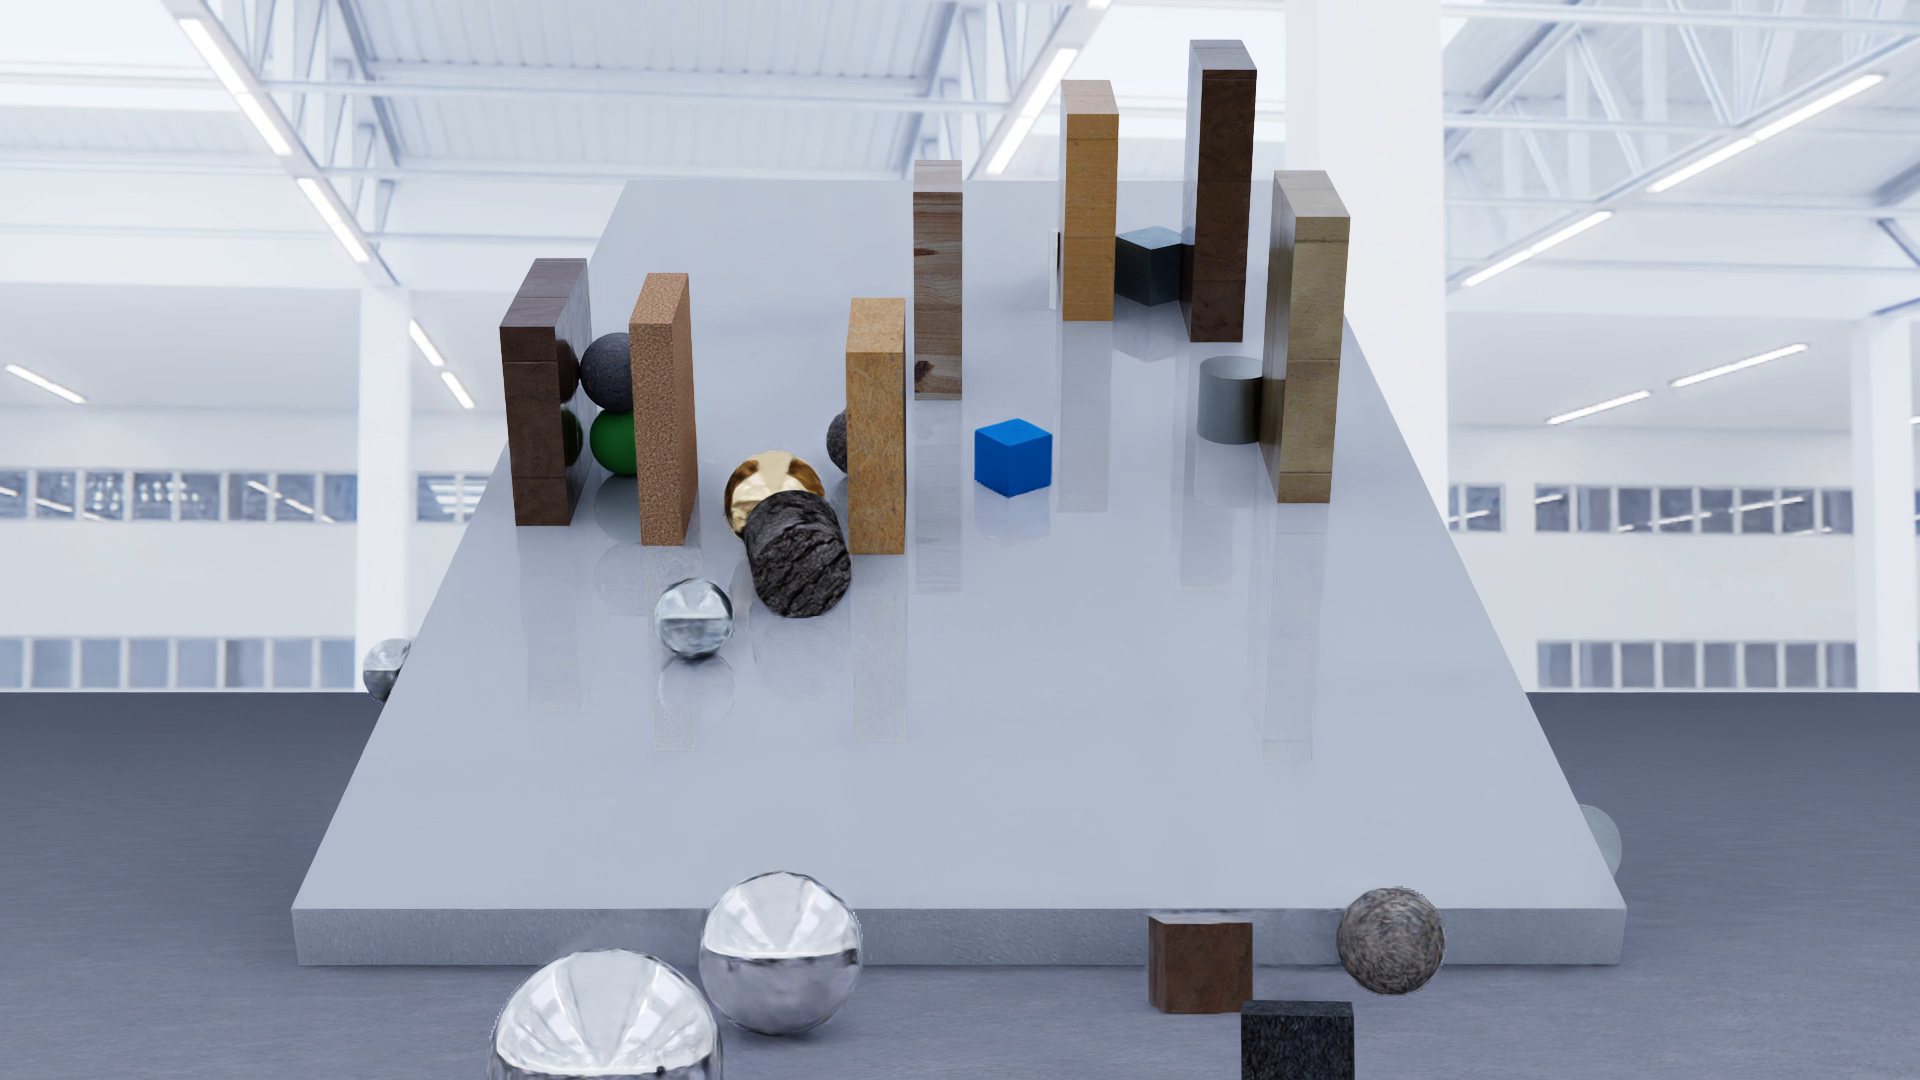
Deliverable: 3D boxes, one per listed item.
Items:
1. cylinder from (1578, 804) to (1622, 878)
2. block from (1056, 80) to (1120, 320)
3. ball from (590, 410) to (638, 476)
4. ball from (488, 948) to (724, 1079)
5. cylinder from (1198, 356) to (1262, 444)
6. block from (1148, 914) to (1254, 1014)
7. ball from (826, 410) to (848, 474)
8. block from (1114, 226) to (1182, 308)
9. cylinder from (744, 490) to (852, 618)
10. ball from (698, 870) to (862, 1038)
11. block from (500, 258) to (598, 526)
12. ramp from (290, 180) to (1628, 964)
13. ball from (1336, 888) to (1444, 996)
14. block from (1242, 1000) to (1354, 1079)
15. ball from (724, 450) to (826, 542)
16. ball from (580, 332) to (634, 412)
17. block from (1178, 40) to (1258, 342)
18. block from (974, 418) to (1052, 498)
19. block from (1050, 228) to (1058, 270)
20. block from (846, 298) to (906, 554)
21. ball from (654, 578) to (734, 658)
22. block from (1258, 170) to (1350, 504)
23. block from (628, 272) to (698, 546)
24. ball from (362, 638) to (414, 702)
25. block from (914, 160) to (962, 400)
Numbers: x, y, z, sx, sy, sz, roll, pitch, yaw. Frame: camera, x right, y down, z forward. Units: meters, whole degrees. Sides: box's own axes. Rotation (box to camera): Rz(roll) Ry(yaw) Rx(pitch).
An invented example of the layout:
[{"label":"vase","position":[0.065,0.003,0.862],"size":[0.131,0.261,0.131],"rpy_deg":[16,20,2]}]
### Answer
[{"label":"cylinder","position":[1.241,0.634,4.826],"size":[0.179,0.179,0.179],"rpy_deg":[1,-4,-17]},{"label":"block","position":[0.325,-0.876,5.994],"size":[0.128,0.535,0.364],"rpy_deg":[0,24,0]},{"label":"ball","position":[-0.712,-0.217,4.989],"size":[0.159,0.159,0.159],"rpy_deg":[0,-4,0]},{"label":"ball","position":[-0.300,0.446,1.979],"size":[0.198,0.198,0.198],"rpy_deg":[0,-4,0]},{"label":"cylinder","position":[0.611,-0.313,5.213],"size":[0.155,0.155,0.155],"rpy_deg":[0,24,0]},{"label":"block","position":[0.315,0.556,3.061],"size":[0.115,0.115,0.115],"rpy_deg":[0,-4,-7]},{"label":"ball","position":[-0.207,-0.211,4.981],"size":[0.156,0.156,0.156],"rpy_deg":[0,-4,0]},{"label":"block","position":[0.508,-0.718,6.106],"size":[0.154,0.154,0.154],"rpy_deg":[-16,29,-32]},{"label":"cylinder","position":[-0.309,0.026,4.425],"size":[0.185,0.185,0.185],"rpy_deg":[1,24,-11]},{"label":"ball","position":[-0.217,0.499,2.813],"size":[0.197,0.197,0.197],"rpy_deg":[0,-4,0]},{"label":"block","position":[-0.853,-0.316,4.879],"size":[0.110,0.430,0.446],"rpy_deg":[0,24,0]},{"label":"ramp","position":[-0.008,-0.229,5.332],"size":[2.000,0.100,4.000],"rpy_deg":[0,24,0]},{"label":"ball","position":[0.551,0.514,2.988],"size":[0.136,0.136,0.136],"rpy_deg":[0,-4,0]},{"label":"block","position":[0.329,0.511,2.275],"size":[0.107,0.107,0.107],"rpy_deg":[-1,-4,8]},{"label":"ball","position":[-0.368,-0.076,4.629],"size":[0.202,0.202,0.202],"rpy_deg":[0,-4,0]},{"label":"ball","position":[-0.715,-0.352,4.898],"size":[0.168,0.168,0.168],"rpy_deg":[0,-4,0]},{"label":"block","position":[0.637,-0.869,5.802],"size":[0.130,0.682,0.330],"rpy_deg":[0,24,0]},{"label":"block","position":[0.113,-0.175,4.951],"size":[0.117,0.117,0.117],"rpy_deg":[-17,29,-33]},{"label":"block","position":[0.319,-0.789,6.316],"size":[0.109,0.109,0.109],"rpy_deg":[15,28,29]},{"label":"block","position":[-0.166,-0.234,4.705],"size":[0.109,0.426,0.329],"rpy_deg":[0,24,0]},{"label":"ball","position":[-0.481,0.141,4.218],"size":[0.144,0.144,0.144],"rpy_deg":[0,-4,0]},{"label":"block","position":[0.719,-0.430,4.909],"size":[0.109,0.619,0.345],"rpy_deg":[0,24,0]},{"label":"block","position":[-0.597,-0.267,4.723],"size":[0.083,0.470,0.316],"rpy_deg":[0,24,0]},{"label":"ball","position":[-1.159,0.269,4.794],"size":[0.137,0.137,0.137],"rpy_deg":[0,-4,0]},{"label":"block","position":[-0.051,-0.608,5.443],"size":[0.111,0.498,0.272],"rpy_deg":[0,24,0]}]
